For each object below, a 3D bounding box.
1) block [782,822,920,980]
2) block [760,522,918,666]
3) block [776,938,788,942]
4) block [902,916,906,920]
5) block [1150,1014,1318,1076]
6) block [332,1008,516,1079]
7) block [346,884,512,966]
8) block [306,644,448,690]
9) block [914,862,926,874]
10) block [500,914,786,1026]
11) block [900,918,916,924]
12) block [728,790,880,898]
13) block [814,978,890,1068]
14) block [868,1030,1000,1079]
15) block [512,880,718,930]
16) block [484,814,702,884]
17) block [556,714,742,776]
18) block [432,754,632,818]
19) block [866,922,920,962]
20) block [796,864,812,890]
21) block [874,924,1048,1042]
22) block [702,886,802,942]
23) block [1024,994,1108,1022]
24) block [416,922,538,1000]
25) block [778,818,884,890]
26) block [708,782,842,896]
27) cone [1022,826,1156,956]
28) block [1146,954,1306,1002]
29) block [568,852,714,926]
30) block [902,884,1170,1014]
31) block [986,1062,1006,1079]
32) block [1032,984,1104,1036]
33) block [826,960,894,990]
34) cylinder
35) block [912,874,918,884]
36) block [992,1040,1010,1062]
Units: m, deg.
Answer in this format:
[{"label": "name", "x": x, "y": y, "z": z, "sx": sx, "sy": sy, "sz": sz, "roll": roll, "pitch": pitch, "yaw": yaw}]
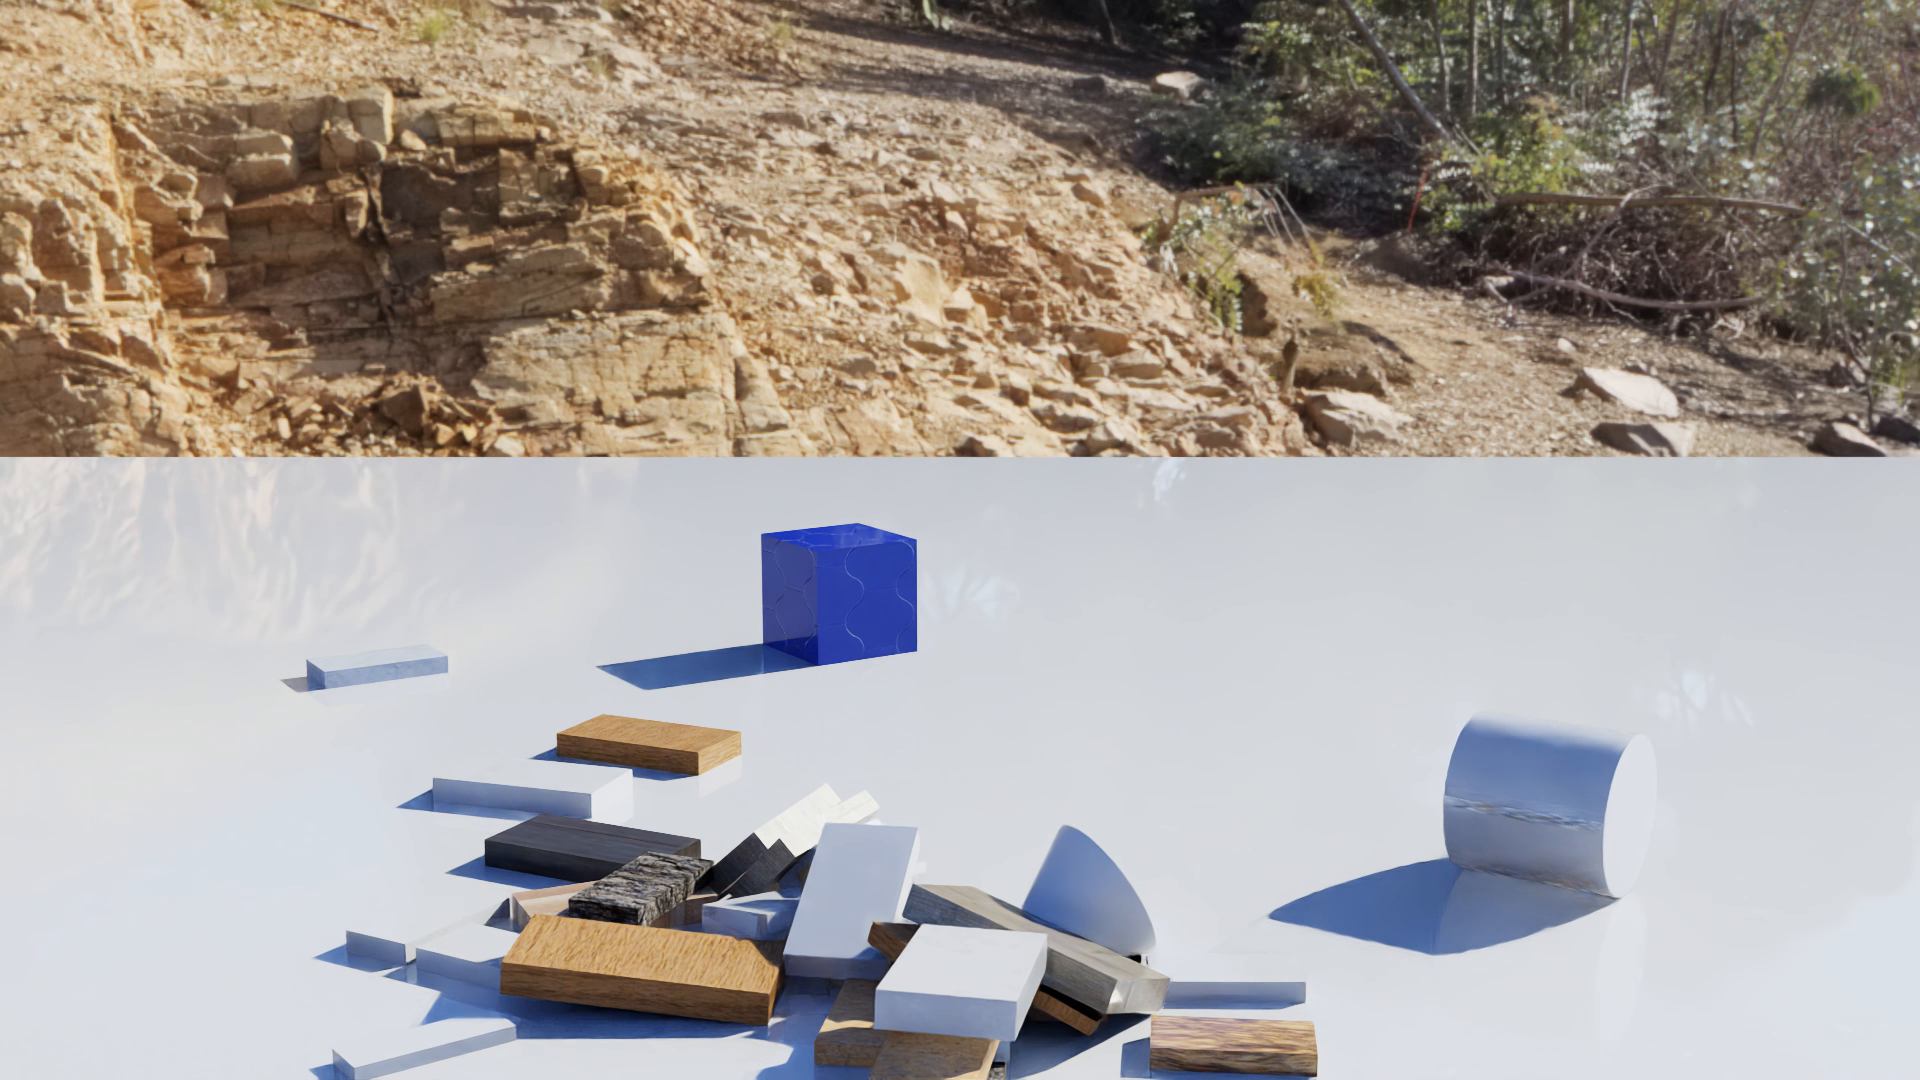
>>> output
[{"label": "block", "x": -0.161, "y": 0.544, "z": 3.333, "sx": 0.149, "sy": 0.042, "sz": 0.299, "roll": 2, "pitch": 33, "yaw": 9}, {"label": "block", "x": -0.297, "y": 0.128, "z": 5.394, "sx": 0.278, "sy": 0.278, "sz": 0.278, "roll": -7, "pitch": 13, "yaw": -33}, {"label": "block", "x": -0.216, "y": 0.628, "z": 3.375, "sx": 0.230, "sy": 0.033, "sz": 0.115, "roll": -1, "pitch": 11, "yaw": -7}, {"label": "block", "x": -0.031, "y": 0.622, "z": 3.316, "sx": 0.104, "sy": 0.030, "sz": 0.209, "roll": 9, "pitch": 10, "yaw": -28}, {"label": "block", "x": 0.375, "y": 0.694, "z": 3.021, "sx": 0.225, "sy": 0.032, "sz": 0.112, "roll": 1, "pitch": 11, "yaw": 6}, {"label": "block", "x": -0.738, "y": 0.696, "z": 3.035, "sx": 0.235, "sy": 0.022, "sz": 0.078, "roll": -8, "pitch": 13, "yaw": -36}, {"label": "block", "x": -0.837, "y": 0.607, "z": 3.483, "sx": 0.123, "sy": 0.035, "sz": 0.247, "roll": 6, "pitch": 12, "yaw": 29}, {"label": "block", "x": -1.363, "y": 0.295, "z": 5.146, "sx": 0.291, "sy": 0.041, "sz": 0.145, "roll": -7, "pitch": 12, "yaw": -32}, {"label": "block", "x": -0.104, "y": 0.534, "z": 3.589, "sx": 0.061, "sy": 0.017, "sz": 0.121, "roll": 2, "pitch": -5, "yaw": 19}, {"label": "block", "x": -0.457, "y": 0.626, "z": 3.216, "sx": 0.387, "sy": 0.050, "sz": 0.177, "roll": 6, "pitch": 13, "yaw": 3}, {"label": "block", "x": -0.089, "y": 0.597, "z": 3.295, "sx": 0.107, "sy": 0.015, "sz": 0.054, "roll": -28, "pitch": 26, "yaw": 1}, {"label": "block", "x": -0.258, "y": 0.518, "z": 3.691, "sx": 0.041, "sy": 0.145, "sz": 0.291, "roll": 48, "pitch": 26, "yaw": 11}, {"label": "block", "x": -0.125, "y": 0.679, "z": 3.098, "sx": 0.115, "sy": 0.033, "sz": 0.230, "roll": 1, "pitch": 11, "yaw": 8}, {"label": "block", "x": -0.036, "y": 0.658, "z": 2.726, "sx": 0.130, "sy": 0.037, "sz": 0.259, "roll": 3, "pitch": 16, "yaw": 10}, {"label": "block", "x": -0.556, "y": 0.591, "z": 3.546, "sx": 0.299, "sy": 0.042, "sz": 0.149, "roll": -5, "pitch": 12, "yaw": -25}, {"label": "block", "x": -0.635, "y": 0.541, "z": 3.804, "sx": 0.335, "sy": 0.047, "sz": 0.167, "roll": 5, "pitch": 12, "yaw": 26}, {"label": "block", "x": -0.633, "y": 0.415, "z": 4.480, "sx": 0.335, "sy": 0.047, "sz": 0.167, "roll": 5, "pitch": 12, "yaw": 24}, {"label": "block", "x": -0.814, "y": 0.468, "z": 4.196, "sx": 0.335, "sy": 0.047, "sz": 0.167, "roll": 3, "pitch": 11, "yaw": 18}, {"label": "block", "x": -0.013, "y": 0.602, "z": 3.217, "sx": 0.225, "sy": 0.032, "sz": 0.113, "roll": 12, "pitch": 8, "yaw": -38}, {"label": "block", "x": -0.165, "y": 0.520, "z": 3.584, "sx": 0.104, "sy": 0.030, "sz": 0.209, "roll": -32, "pitch": -15, "yaw": 27}, {"label": "block", "x": 0.007, "y": 0.579, "z": 2.900, "sx": 0.177, "sy": 0.050, "sz": 0.355, "roll": 3, "pitch": 4, "yaw": 8}, {"label": "block", "x": -0.242, "y": 0.581, "z": 3.456, "sx": 0.149, "sy": 0.042, "sz": 0.299, "roll": -1, "pitch": 0, "yaw": 43}, {"label": "block", "x": 0.136, "y": 0.670, "z": 3.179, "sx": 0.157, "sy": 0.022, "sz": 0.078, "roll": 1, "pitch": 11, "yaw": 4}, {"label": "block", "x": -0.687, "y": 0.636, "z": 3.326, "sx": 0.247, "sy": 0.035, "sz": 0.123, "roll": 6, "pitch": 12, "yaw": 30}, {"label": "block", "x": -0.211, "y": 0.530, "z": 3.682, "sx": 0.030, "sy": 0.104, "sz": 0.209, "roll": 50, "pitch": 23, "yaw": 14}, {"label": "block", "x": -0.322, "y": 0.511, "z": 3.744, "sx": 0.145, "sy": 0.041, "sz": 0.291, "roll": -41, "pitch": -6, "yaw": 22}, {"label": "cone", "x": 0.132, "y": 0.598, "z": 3.340, "sx": 0.235, "sy": 0.235, "sz": 0.235, "roll": -33, "pitch": 23, "yaw": -19}, {"label": "block", "x": 0.393, "y": 0.649, "z": 3.263, "sx": 0.225, "sy": 0.032, "sz": 0.112, "roll": 0, "pitch": 11, "yaw": 1}, {"label": "block", "x": -0.506, "y": 0.558, "z": 3.512, "sx": 0.123, "sy": 0.035, "sz": 0.247, "roll": 4, "pitch": 11, "yaw": 22}, {"label": "block", "x": 0.109, "y": 0.589, "z": 3.183, "sx": 0.355, "sy": 0.050, "sz": 0.177, "roll": 20, "pitch": 1, "yaw": 31}, {"label": "block", "x": -0.008, "y": 0.702, "z": 2.836, "sx": 0.130, "sy": 0.037, "sz": 0.259, "roll": 0, "pitch": 0, "yaw": 3}, {"label": "block", "x": 0.122, "y": 0.644, "z": 3.089, "sx": 0.157, "sy": 0.022, "sz": 0.078, "roll": 27, "pitch": -1, "yaw": 13}, {"label": "block", "x": -0.147, "y": 0.652, "z": 3.295, "sx": 0.107, "sy": 0.015, "sz": 0.054, "roll": -2, "pitch": 11, "yaw": -13}, {"label": "cylinder", "x": 0.997, "y": 0.443, "z": 3.715, "sx": 0.272, "sy": 0.272, "sz": 0.272, "roll": 7, "pitch": 13, "yaw": 34}, {"label": "block", "x": -0.130, "y": 0.548, "z": 3.561, "sx": 0.061, "sy": 0.017, "sz": 0.121, "roll": 0, "pitch": -6, "yaw": 34}, {"label": "block", "x": 0.003, "y": 0.667, "z": 2.987, "sx": 0.130, "sy": 0.037, "sz": 0.259, "roll": 0, "pitch": -3, "yaw": 2}]
